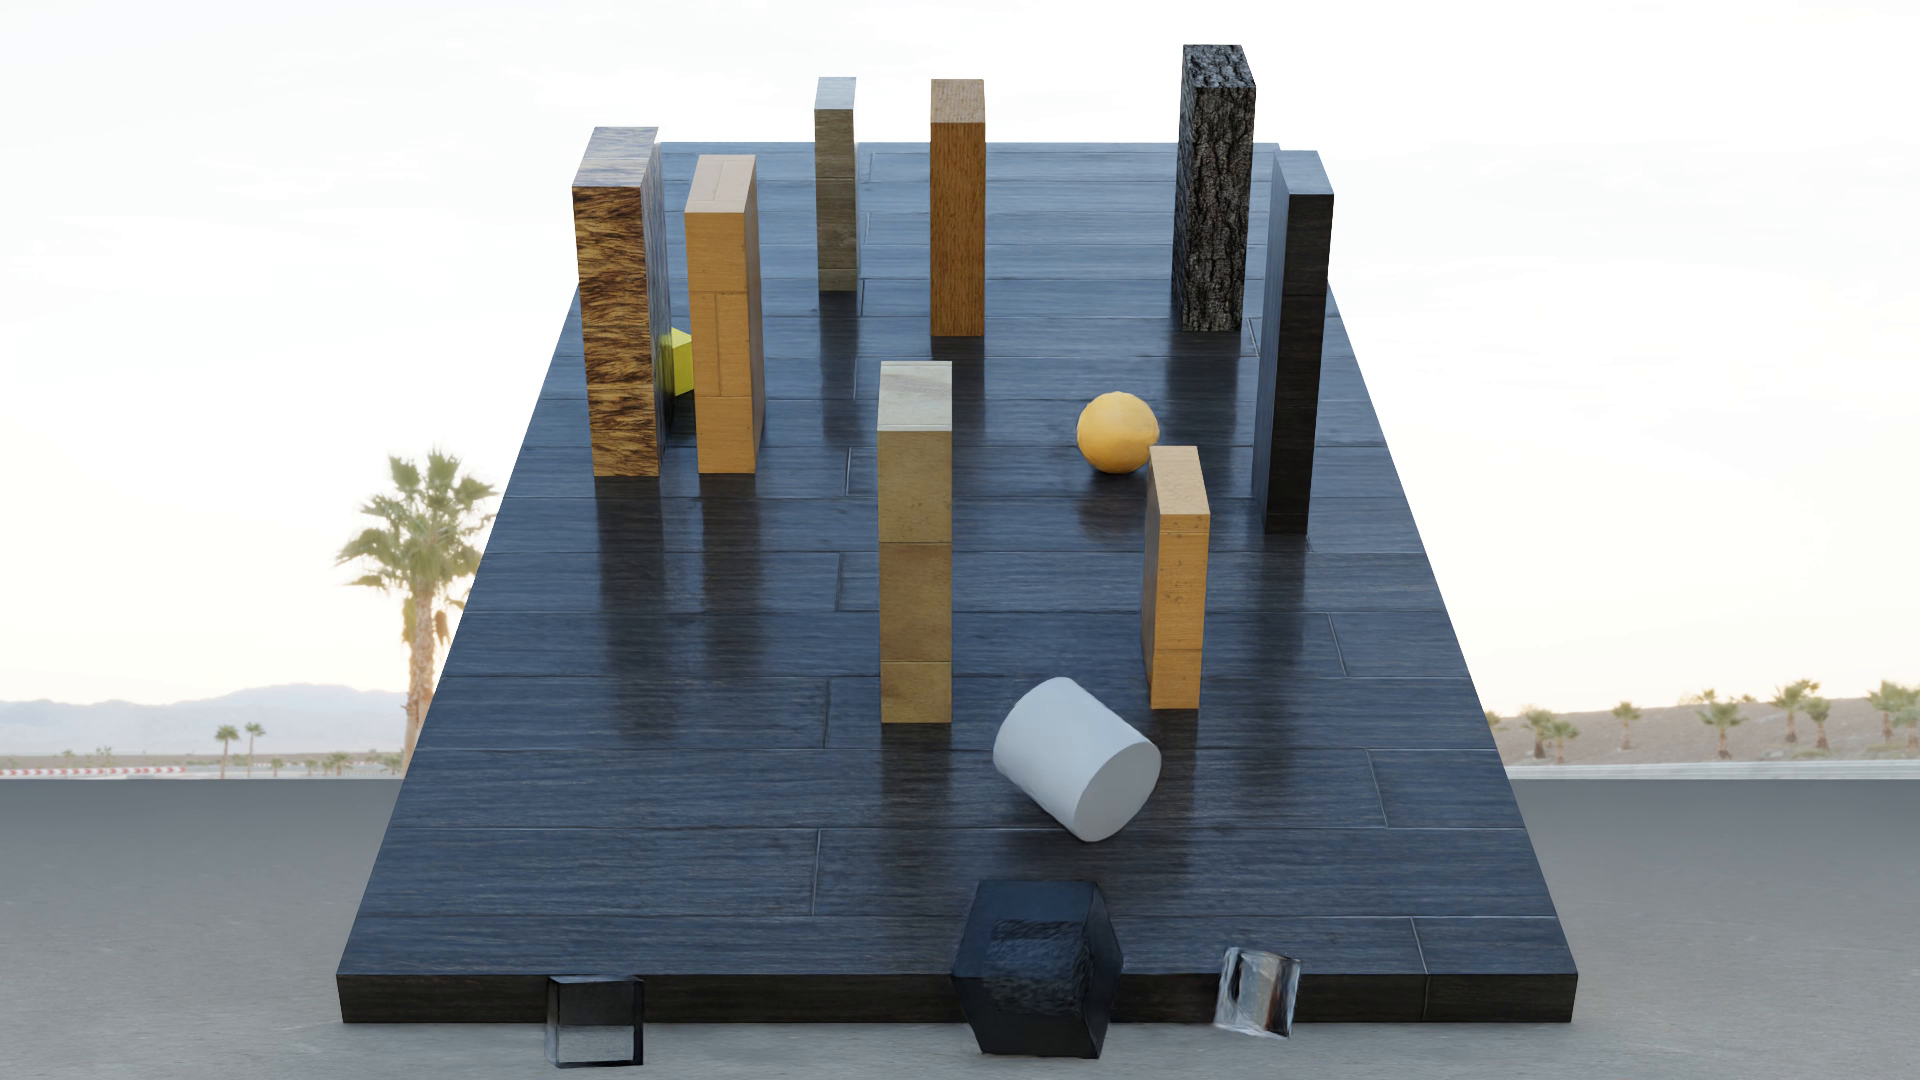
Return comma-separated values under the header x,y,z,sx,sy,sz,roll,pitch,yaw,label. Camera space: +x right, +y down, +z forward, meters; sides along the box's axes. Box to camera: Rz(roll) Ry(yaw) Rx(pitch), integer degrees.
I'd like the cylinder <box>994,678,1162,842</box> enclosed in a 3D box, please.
x,y,z,sx,sy,sz,roll,pitch,yaw,label
0.204,0.382,4.184,0.207,0.207,0.207,37,19,35,cylinder

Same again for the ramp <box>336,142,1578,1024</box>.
x,y,z,sx,sy,sz,roll,pitch,yaw,label
-0.012,-0.219,5.634,2.000,0.100,4.000,0,29,0,ramp

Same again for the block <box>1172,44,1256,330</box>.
x,y,z,sx,sy,sz,roll,pitch,yaw,label
0.642,-0.898,6.107,0.150,0.641,0.352,0,29,0,block

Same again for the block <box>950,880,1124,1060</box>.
x,y,z,sx,sy,sz,roll,pitch,yaw,label
0.114,0.616,3.449,0.178,0.178,0.178,-2,-49,21,block

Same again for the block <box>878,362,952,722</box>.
x,y,z,sx,sy,sz,roll,pitch,yaw,label
-0.081,0.005,4.486,0.131,0.610,0.295,0,29,0,block

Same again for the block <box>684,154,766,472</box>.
x,y,z,sx,sy,sz,roll,pitch,yaw,label
-0.526,-0.511,5.412,0.126,0.623,0.361,0,29,0,block

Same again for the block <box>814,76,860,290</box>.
x,y,z,sx,sy,sz,roll,pitch,yaw,label
-0.322,-0.941,6.327,0.102,0.498,0.267,0,29,0,block

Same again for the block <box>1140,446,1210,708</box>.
x,y,z,sx,sy,sz,roll,pitch,yaw,label
0.408,0.070,4.571,0.090,0.418,0.277,0,29,0,block

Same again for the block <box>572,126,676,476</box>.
x,y,z,sx,sy,sz,roll,pitch,yaw,label
-0.750,-0.538,5.394,0.146,0.687,0.386,0,29,0,block

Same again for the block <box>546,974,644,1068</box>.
x,y,z,sx,sy,sz,roll,pitch,yaw,label
-0.514,0.676,3.375,0.117,0.117,0.117,2,-6,-18,block

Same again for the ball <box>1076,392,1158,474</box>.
x,y,z,sx,sy,sz,roll,pitch,yaw,label
0.354,-0.240,5.379,0.185,0.185,0.185,0,-6,0,ball

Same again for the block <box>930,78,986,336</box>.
x,y,z,sx,sy,sz,roll,pitch,yaw,label
-0.007,-0.846,6.089,0.136,0.563,0.342,0,29,0,block

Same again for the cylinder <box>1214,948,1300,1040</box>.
x,y,z,sx,sy,sz,roll,pitch,yaw,label
0.435,0.663,3.506,0.112,0.112,0.112,10,-14,3,cylinder

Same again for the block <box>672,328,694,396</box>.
x,y,z,sx,sy,sz,roll,pitch,yaw,label
-0.717,-0.427,5.776,0.125,0.125,0.125,25,37,37,block

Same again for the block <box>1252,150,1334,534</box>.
x,y,z,sx,sy,sz,roll,pitch,yaw,label
0.702,-0.414,5.087,0.091,0.774,0.261,0,29,0,block
